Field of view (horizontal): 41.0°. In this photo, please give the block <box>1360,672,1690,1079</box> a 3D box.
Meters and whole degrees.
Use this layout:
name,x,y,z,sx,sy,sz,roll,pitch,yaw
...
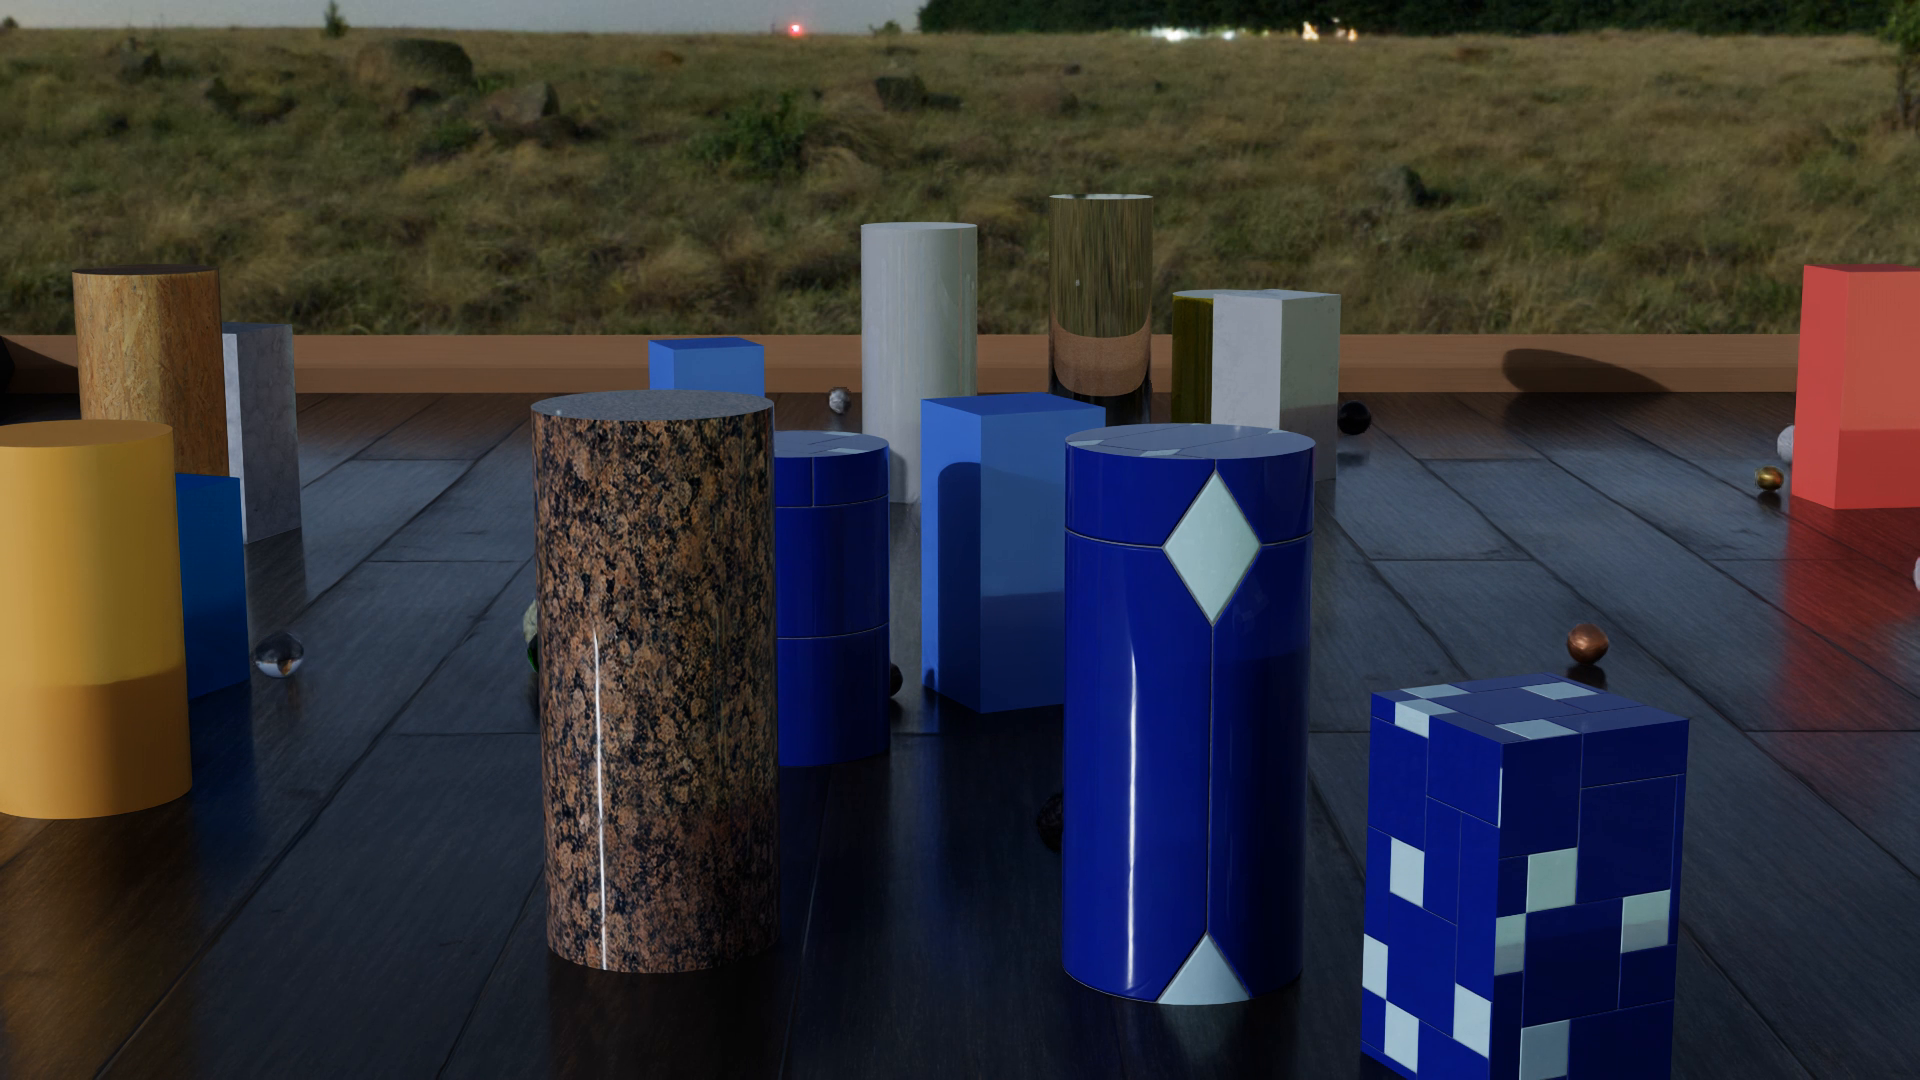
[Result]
name,x,y,z,sx,sy,sz,roll,pitch,yaw
block,0.405,0.254,1.858,0.158,0.275,0.158,-5,12,-24

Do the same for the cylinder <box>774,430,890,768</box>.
name,x,y,z,sx,sy,sz,roll,pitch,yaw
cylinder,-0.175,0.059,2.764,0.198,0.329,0.198,0,10,0

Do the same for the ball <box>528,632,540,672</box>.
name,x,y,z,sx,sy,sz,roll,pitch,yaw
ball,-0.490,0.135,3.090,0.061,0.061,0.061,0,10,0

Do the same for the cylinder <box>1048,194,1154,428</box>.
name,x,y,z,sx,sy,sz,roll,pitch,yaw
cylinder,0.268,-0.415,4.909,0.198,0.481,0.198,0,10,0

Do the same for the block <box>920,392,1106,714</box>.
name,x,y,z,sx,sy,sz,roll,pitch,yaw
block,0.060,0.010,2.992,0.158,0.342,0.158,-5,12,-25

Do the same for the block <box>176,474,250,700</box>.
name,x,y,z,sx,sy,sz,roll,pitch,yaw
block,-0.957,0.054,3.021,0.158,0.245,0.158,4,11,22

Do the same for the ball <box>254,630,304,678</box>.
name,x,y,z,sx,sy,sz,roll,pitch,yaw
ball,-0.819,0.138,3.085,0.058,0.058,0.058,0,10,0

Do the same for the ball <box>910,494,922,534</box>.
name,x,y,z,sx,sy,sz,roll,pitch,yaw
ball,-0.042,-0.040,4.001,0.073,0.073,0.073,0,10,0

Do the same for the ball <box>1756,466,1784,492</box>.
name,x,y,z,sx,sy,sz,roll,pitch,yaw
ball,1.402,-0.107,4.441,0.045,0.045,0.045,0,10,0

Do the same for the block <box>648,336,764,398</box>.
name,x,y,z,sx,sy,sz,roll,pitch,yaw
block,-0.434,-0.209,4.406,0.158,0.259,0.158,-4,11,-21

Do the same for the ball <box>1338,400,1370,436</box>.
name,x,y,z,sx,sy,sz,roll,pitch,yaw
ball,0.784,-0.243,5.112,0.068,0.068,0.068,0,10,0

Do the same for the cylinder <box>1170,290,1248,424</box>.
name,x,y,z,sx,sy,sz,roll,pitch,yaw
cylinder,0.496,-0.308,4.811,0.198,0.306,0.198,0,10,0

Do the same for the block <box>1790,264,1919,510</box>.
name,x,y,z,sx,sy,sz,roll,pitch,yaw
block,1.520,-0.261,4.315,0.158,0.393,0.158,-2,11,-8

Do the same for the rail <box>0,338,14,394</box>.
name,x,y,z,sx,sy,sz,roll,pitch,yaw
rail,-2.115,0.035,3.437,0.045,0.129,4.727,0,10,0

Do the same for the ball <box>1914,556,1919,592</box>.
name,x,y,z,sx,sy,sz,roll,pitch,yaw
ball,1.342,0.047,3.475,0.093,0.093,0.093,0,10,0

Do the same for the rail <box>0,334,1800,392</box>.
name,x,y,z,sx,sy,sz,roll,pitch,yaw
rail,-0.013,-0.393,5.749,4.277,0.129,0.045,0,10,0

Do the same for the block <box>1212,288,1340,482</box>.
name,x,y,z,sx,sy,sz,roll,pitch,yaw
block,0.560,-0.273,4.560,0.158,0.328,0.158,-9,14,-41

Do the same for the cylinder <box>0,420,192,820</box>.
name,x,y,z,sx,sy,sz,roll,pitch,yaw
cylinder,-0.883,0.074,2.575,0.198,0.367,0.198,0,10,0

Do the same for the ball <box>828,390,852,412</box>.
name,x,y,z,sx,sy,sz,roll,pitch,yaw
ball,-0.254,-0.295,5.441,0.050,0.050,0.050,0,10,0

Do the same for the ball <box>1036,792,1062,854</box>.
name,x,y,z,sx,sy,sz,roll,pitch,yaw
ball,0.100,0.264,2.400,0.057,0.057,0.057,0,10,0

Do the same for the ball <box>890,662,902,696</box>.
name,x,y,z,sx,sy,sz,roll,pitch,yaw
ball,-0.088,0.163,2.991,0.043,0.043,0.043,0,10,0

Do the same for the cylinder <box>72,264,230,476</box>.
name,x,y,z,sx,sy,sz,roll,pitch,yaw
cylinder,-1.145,-0.163,3.649,0.198,0.443,0.198,0,10,0

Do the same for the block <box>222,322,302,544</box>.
name,x,y,z,sx,sy,sz,roll,pitch,yaw
block,-1.151,-0.171,4.021,0.158,0.324,0.158,3,11,16

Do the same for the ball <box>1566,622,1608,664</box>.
name,x,y,z,sx,sy,sz,roll,pitch,yaw
ball,0.773,0.127,3.161,0.051,0.051,0.051,0,10,0

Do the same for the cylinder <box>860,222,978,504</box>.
name,x,y,z,sx,sy,sz,roll,pitch,yaw
cylinder,-0.069,-0.306,4.376,0.198,0.459,0.198,0,10,0

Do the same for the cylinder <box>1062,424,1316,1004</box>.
name,x,y,z,sx,sy,sz,roll,pitch,yaw
cylinder,0.182,0.134,2.072,0.198,0.433,0.198,0,10,0

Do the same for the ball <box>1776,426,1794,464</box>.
name,x,y,z,sx,sy,sz,roll,pitch,yaw
ball,1.547,-0.177,4.744,0.072,0.072,0.072,0,10,0

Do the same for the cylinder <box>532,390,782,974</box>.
name,x,y,z,sx,sy,sz,roll,pitch,yaw
cylinder,-0.251,0.111,2.141,0.198,0.453,0.198,0,10,0

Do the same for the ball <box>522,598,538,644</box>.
name,x,y,z,sx,sy,sz,roll,pitch,yaw
ball,-0.500,0.106,3.182,0.084,0.084,0.084,0,10,0
